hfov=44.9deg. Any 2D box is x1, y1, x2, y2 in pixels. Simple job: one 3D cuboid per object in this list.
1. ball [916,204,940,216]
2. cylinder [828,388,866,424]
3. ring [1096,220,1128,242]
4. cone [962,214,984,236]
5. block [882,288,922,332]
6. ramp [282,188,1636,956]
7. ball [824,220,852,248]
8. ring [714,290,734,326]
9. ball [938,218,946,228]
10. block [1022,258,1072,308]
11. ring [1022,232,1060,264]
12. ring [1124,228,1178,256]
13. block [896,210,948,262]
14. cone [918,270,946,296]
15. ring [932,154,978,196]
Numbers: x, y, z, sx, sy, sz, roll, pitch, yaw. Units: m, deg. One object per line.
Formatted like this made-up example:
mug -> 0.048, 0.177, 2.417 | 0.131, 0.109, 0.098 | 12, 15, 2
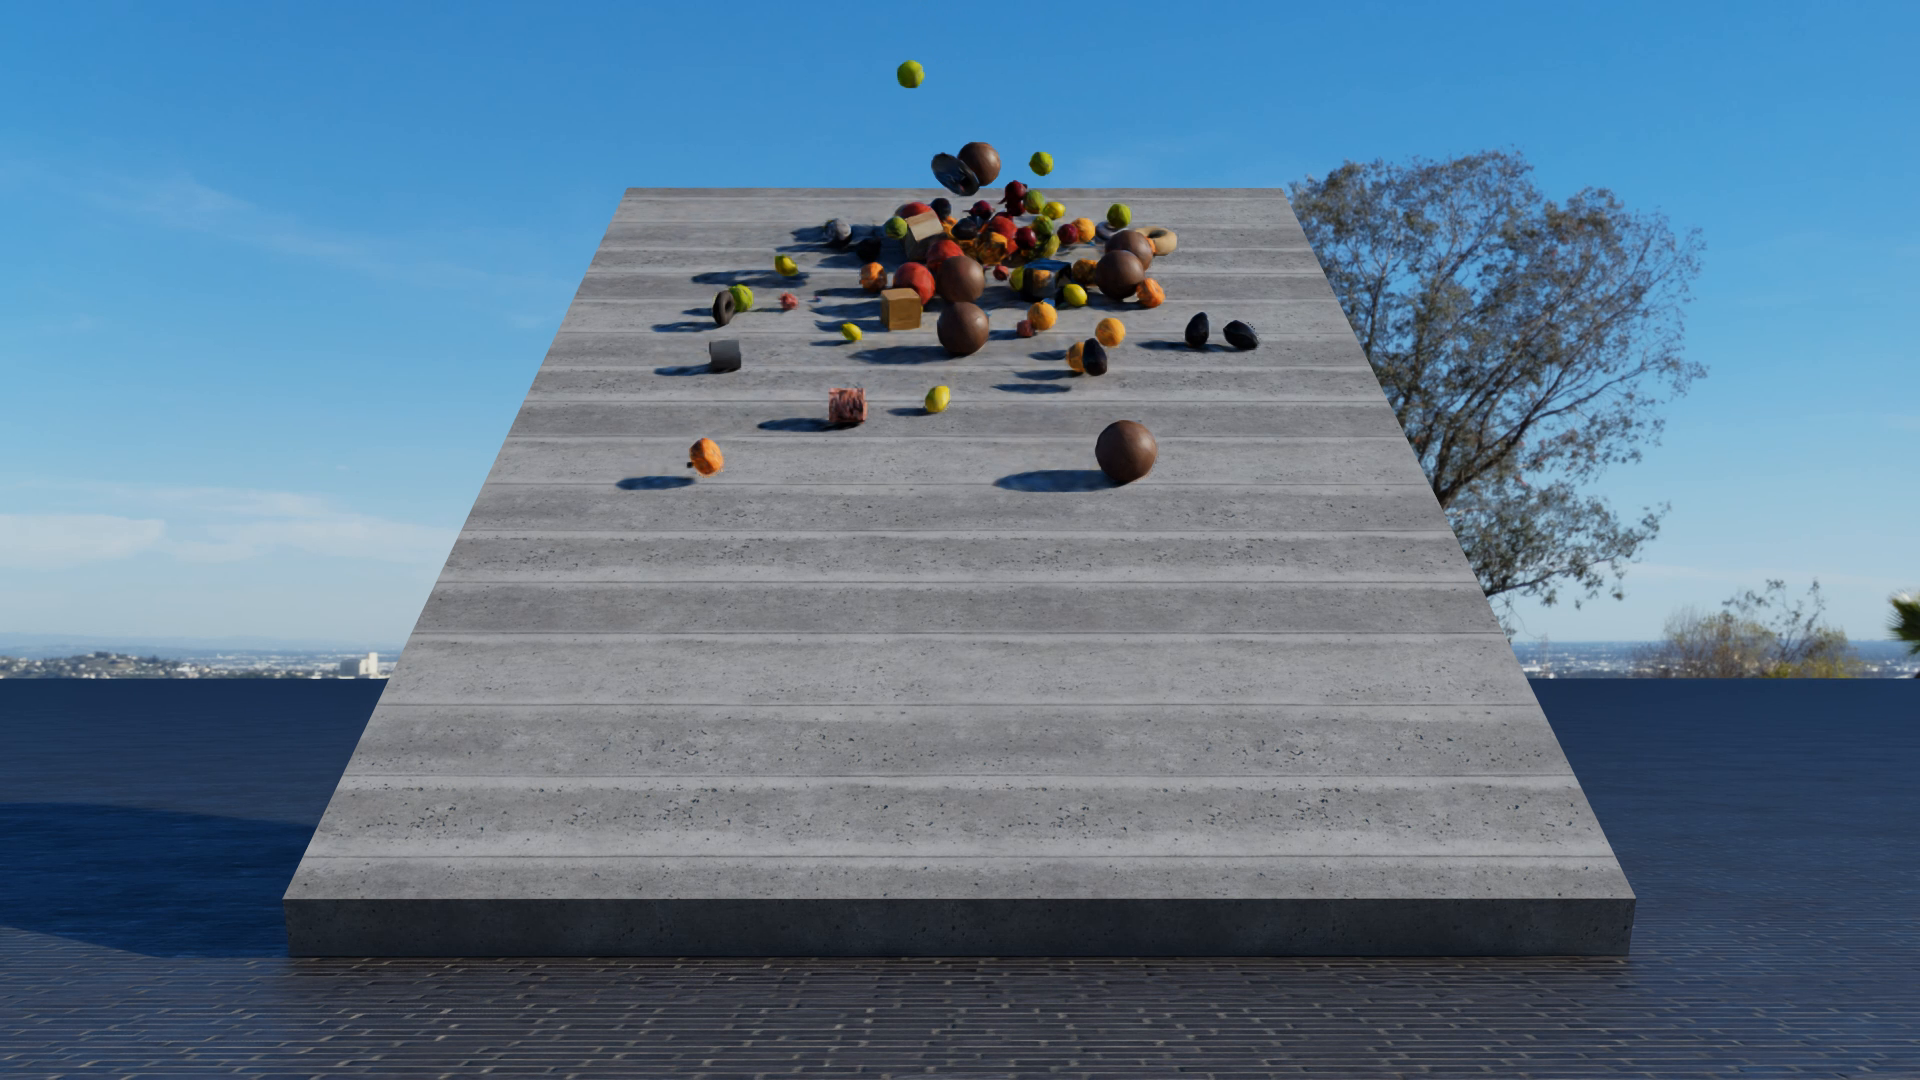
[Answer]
ball -> -0.093, -0.938, 6.693 | 0.066, 0.066, 0.066 | 0, -3, 0
cylinder -> -0.253, -0.303, 5.216 | 0.077, 0.077, 0.077 | -2, -3, 4
ring -> 0.430, -0.875, 6.580 | 0.094, 0.031, 0.094 | 5, 36, -4
cone -> 0.038, -0.853, 6.379 | 0.062, 0.062, 0.062 | 0, 31, -3
block -> -0.149, -0.583, 5.864 | 0.082, 0.082, 0.082 | -7, 25, -15
ramp -> -0.008, -0.227, 5.281 | 2.000, 0.100, 4.000 | 0, 24, 0
ball -> -0.342, -0.856, 6.487 | 0.081, 0.081, 0.081 | 0, -3, 0
ring -> -0.595, -0.584, 5.849 | 0.029, 0.088, 0.088 | 11, 0, 16
ball -> -0.067, -0.893, 6.612 | 0.050, 0.050, 0.050 | 0, -3, 0
block -> 0.227, -0.671, 6.053 | 0.095, 0.095, 0.095 | 13, 27, 27
ring -> 0.221, -0.801, 6.367 | 0.117, 0.039, 0.117 | -25, 26, 13
ring -> 0.533, -0.832, 6.477 | 0.149, 0.050, 0.149 | -2, 27, 1
block -> -0.103, -0.831, 6.356 | 0.091, 0.091, 0.091 | -20, -15, -24
cone -> -0.092, -0.656, 6.091 | 0.076, 0.076, 0.076 | -39, 9, -16
ring -> -0.013, -0.973, 6.189 | 0.147, 0.049, 0.147 | 35, -12, 9
